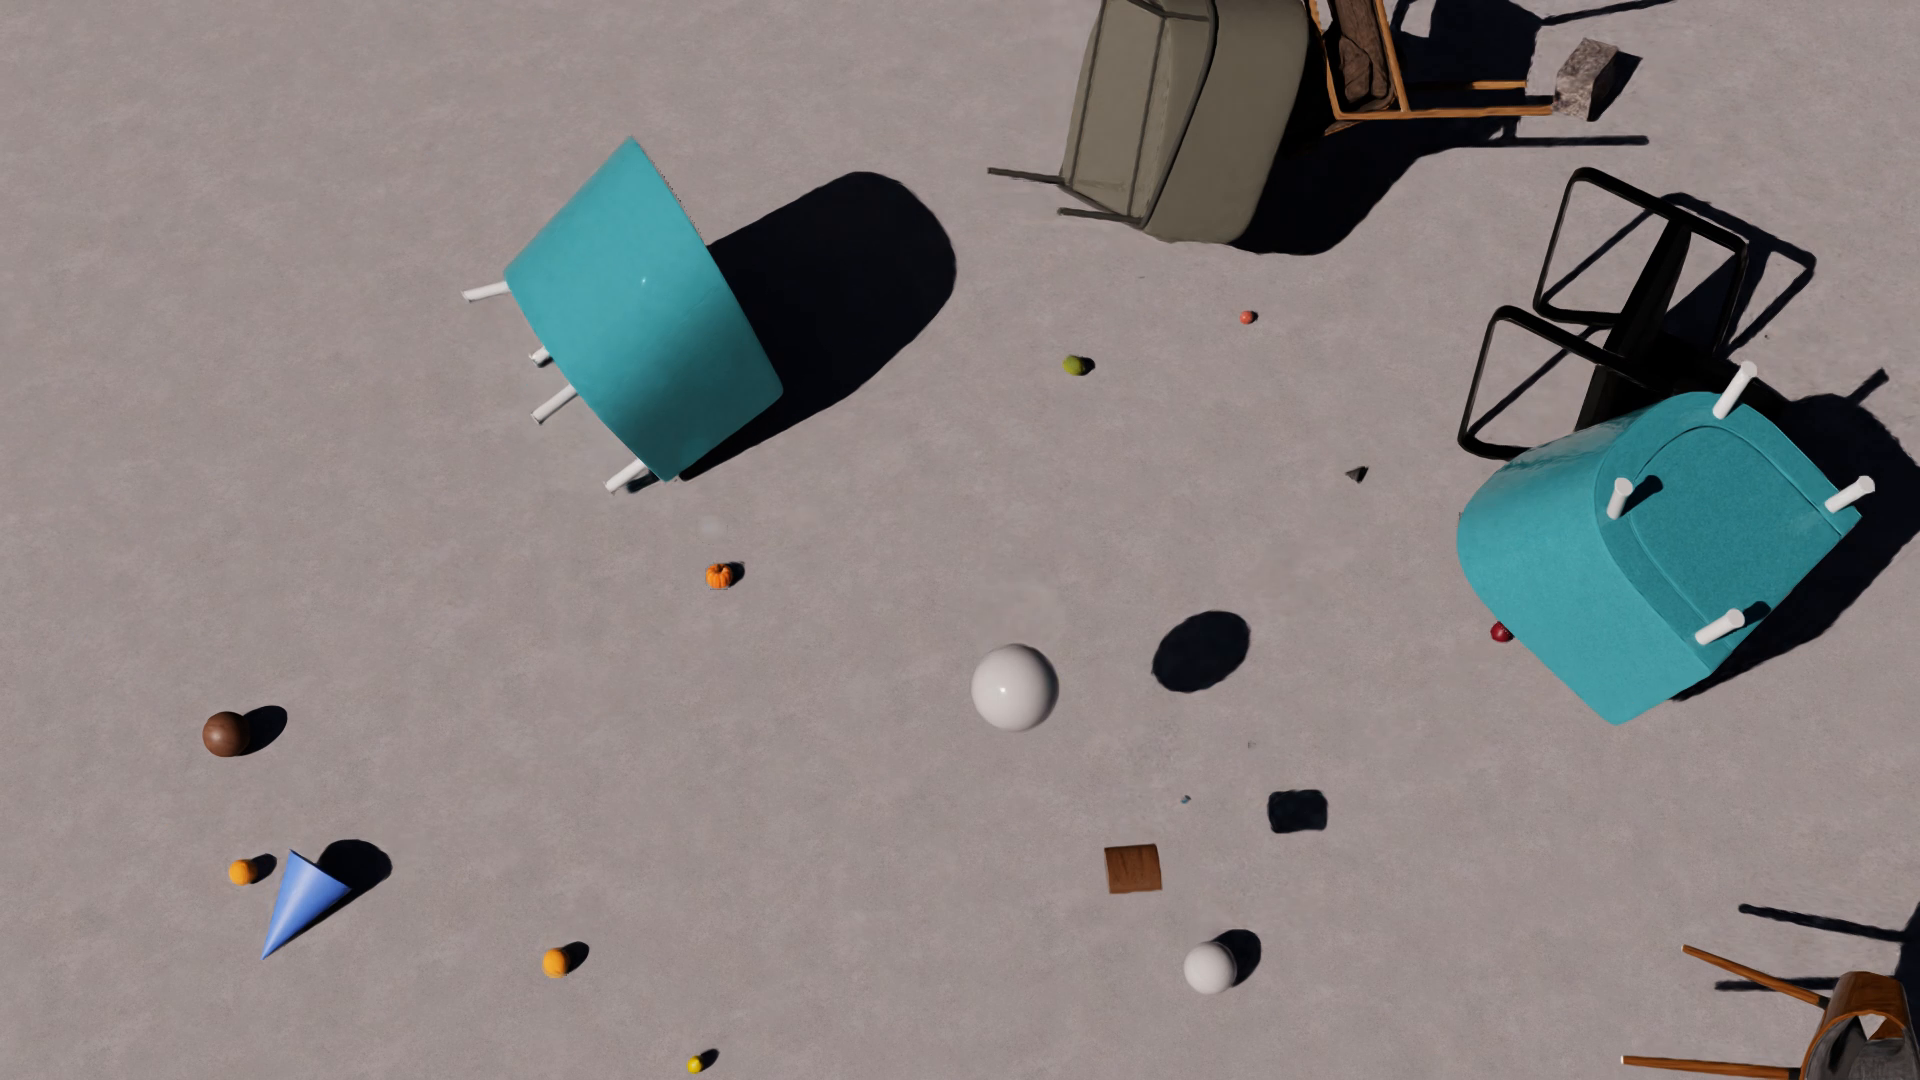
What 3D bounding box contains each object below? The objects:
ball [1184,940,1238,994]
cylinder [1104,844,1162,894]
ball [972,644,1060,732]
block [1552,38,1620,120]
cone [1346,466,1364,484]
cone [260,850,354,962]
[{"bbox_3d":[0.654,1.117,5.741,0.139,0.139,0.139,0,56,0],"label":"ball"},{"bbox_3d":[0.417,0.794,5.312,0.125,0.048,0.122,-4,56,-3],"label":"cylinder"},{"bbox_3d":[0.139,0.371,5.532,0.223,0.223,0.223,0,56,0],"label":"ball"},{"bbox_3d":[2.138,-1.575,7.511,0.126,0.153,0.233,22,51,26],"label":"block"},{"bbox_3d":[1.196,-0.200,6.697,0.053,0.040,0.065,6,48,29],"label":"cone"},{"bbox_3d":[-1.781,1.000,5.855,0.198,0.165,0.284,30,77,9],"label":"cone"}]
